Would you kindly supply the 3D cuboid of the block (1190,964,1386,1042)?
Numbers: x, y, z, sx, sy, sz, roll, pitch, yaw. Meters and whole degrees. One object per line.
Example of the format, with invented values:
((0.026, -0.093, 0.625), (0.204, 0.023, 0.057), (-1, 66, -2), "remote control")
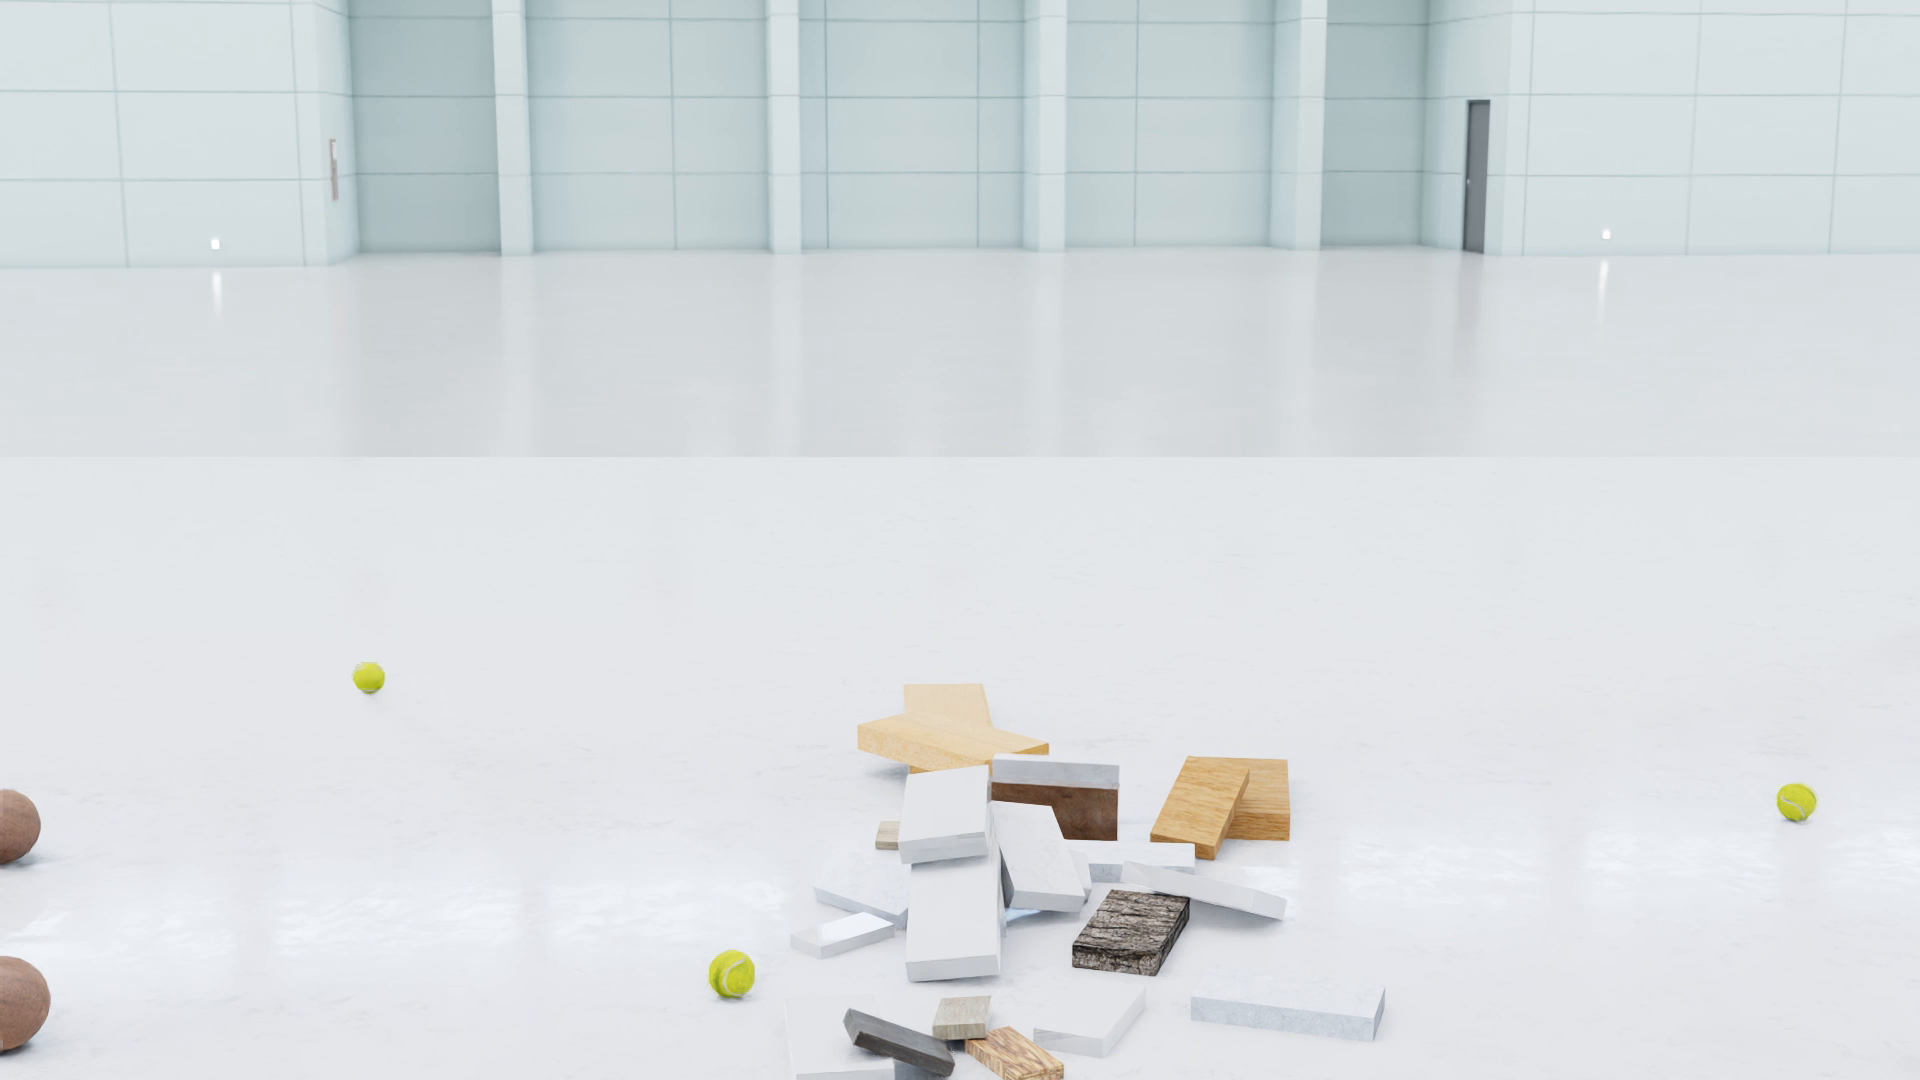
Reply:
((0.473, 0.665, 3.164), (0.259, 0.037, 0.130), (3, 11, 18), "block")

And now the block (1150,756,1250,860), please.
((0.431, 0.477, 3.935), (0.117, 0.033, 0.233), (10, 34, 20), "block")

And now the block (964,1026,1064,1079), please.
((0.072, 0.704, 2.996), (0.073, 0.021, 0.146), (-6, 12, -28), "block")

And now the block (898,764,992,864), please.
((-0.022, 0.442, 3.564), (0.137, 0.039, 0.275), (-8, 16, 4), "block")

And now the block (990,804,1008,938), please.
((-0.004, 0.535, 3.522), (0.137, 0.039, 0.274), (-8, 33, 2), "block")

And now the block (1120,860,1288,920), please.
((0.395, 0.568, 3.569), (0.241, 0.034, 0.121), (7, -11, 35), "block")

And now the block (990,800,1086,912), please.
((0.117, 0.519, 3.622), (0.121, 0.034, 0.241), (8, 28, -17), "block")

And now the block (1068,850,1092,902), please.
((0.114, 0.541, 3.648), (0.203, 0.029, 0.101), (12, 27, -9), "block")

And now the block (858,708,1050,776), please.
((-0.016, 0.401, 4.277), (0.176, 0.050, 0.353), (-10, 15, -44), "block")

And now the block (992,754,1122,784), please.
((0.178, 0.459, 4.052), (0.233, 0.117, 0.033), (2, 14, 10), "block")

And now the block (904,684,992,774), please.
((-0.023, 0.399, 4.561), (0.176, 0.050, 0.619), (0, 11, -3), "block")

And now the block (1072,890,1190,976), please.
((0.270, 0.613, 3.445), (0.130, 0.037, 0.259), (3, 11, 17), "block")

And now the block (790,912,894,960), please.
((-0.184, 0.620, 3.448), (0.149, 0.021, 0.075), (-9, 14, -41), "block")

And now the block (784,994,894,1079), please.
((-0.168, 0.692, 3.018), (0.130, 0.037, 0.259), (-1, 11, -8), "block")

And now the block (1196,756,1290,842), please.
((0.526, 0.481, 4.118), (0.176, 0.050, 0.353), (1, 11, 7), "block")

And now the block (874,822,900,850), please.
((-0.085, 0.526, 3.910), (0.122, 0.017, 0.061), (1, 28, 8), "block")

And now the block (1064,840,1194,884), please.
((0.276, 0.553, 3.775), (0.251, 0.034, 0.121), (1, 11, 6), "block")

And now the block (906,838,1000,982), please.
((-0.008, 0.568, 3.389), (0.137, 0.039, 0.275), (-6, 30, 5), "block")

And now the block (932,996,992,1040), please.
((0.004, 0.673, 3.099), (0.073, 0.021, 0.146), (-4, 3, 5), "block")

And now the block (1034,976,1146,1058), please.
((0.186, 0.677, 3.124), (0.101, 0.029, 0.202), (4, 11, 21), "block")

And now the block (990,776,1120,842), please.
((0.166, 0.487, 3.903), (0.233, 0.117, 0.033), (2, 11, 11), "block")

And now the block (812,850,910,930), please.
((-0.135, 0.571, 3.594), (0.203, 0.029, 0.101), (10, 37, 43), "block")

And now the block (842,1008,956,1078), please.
((-0.082, 0.678, 2.966), (0.146, 0.021, 0.073), (23, 6, -18), "block")
